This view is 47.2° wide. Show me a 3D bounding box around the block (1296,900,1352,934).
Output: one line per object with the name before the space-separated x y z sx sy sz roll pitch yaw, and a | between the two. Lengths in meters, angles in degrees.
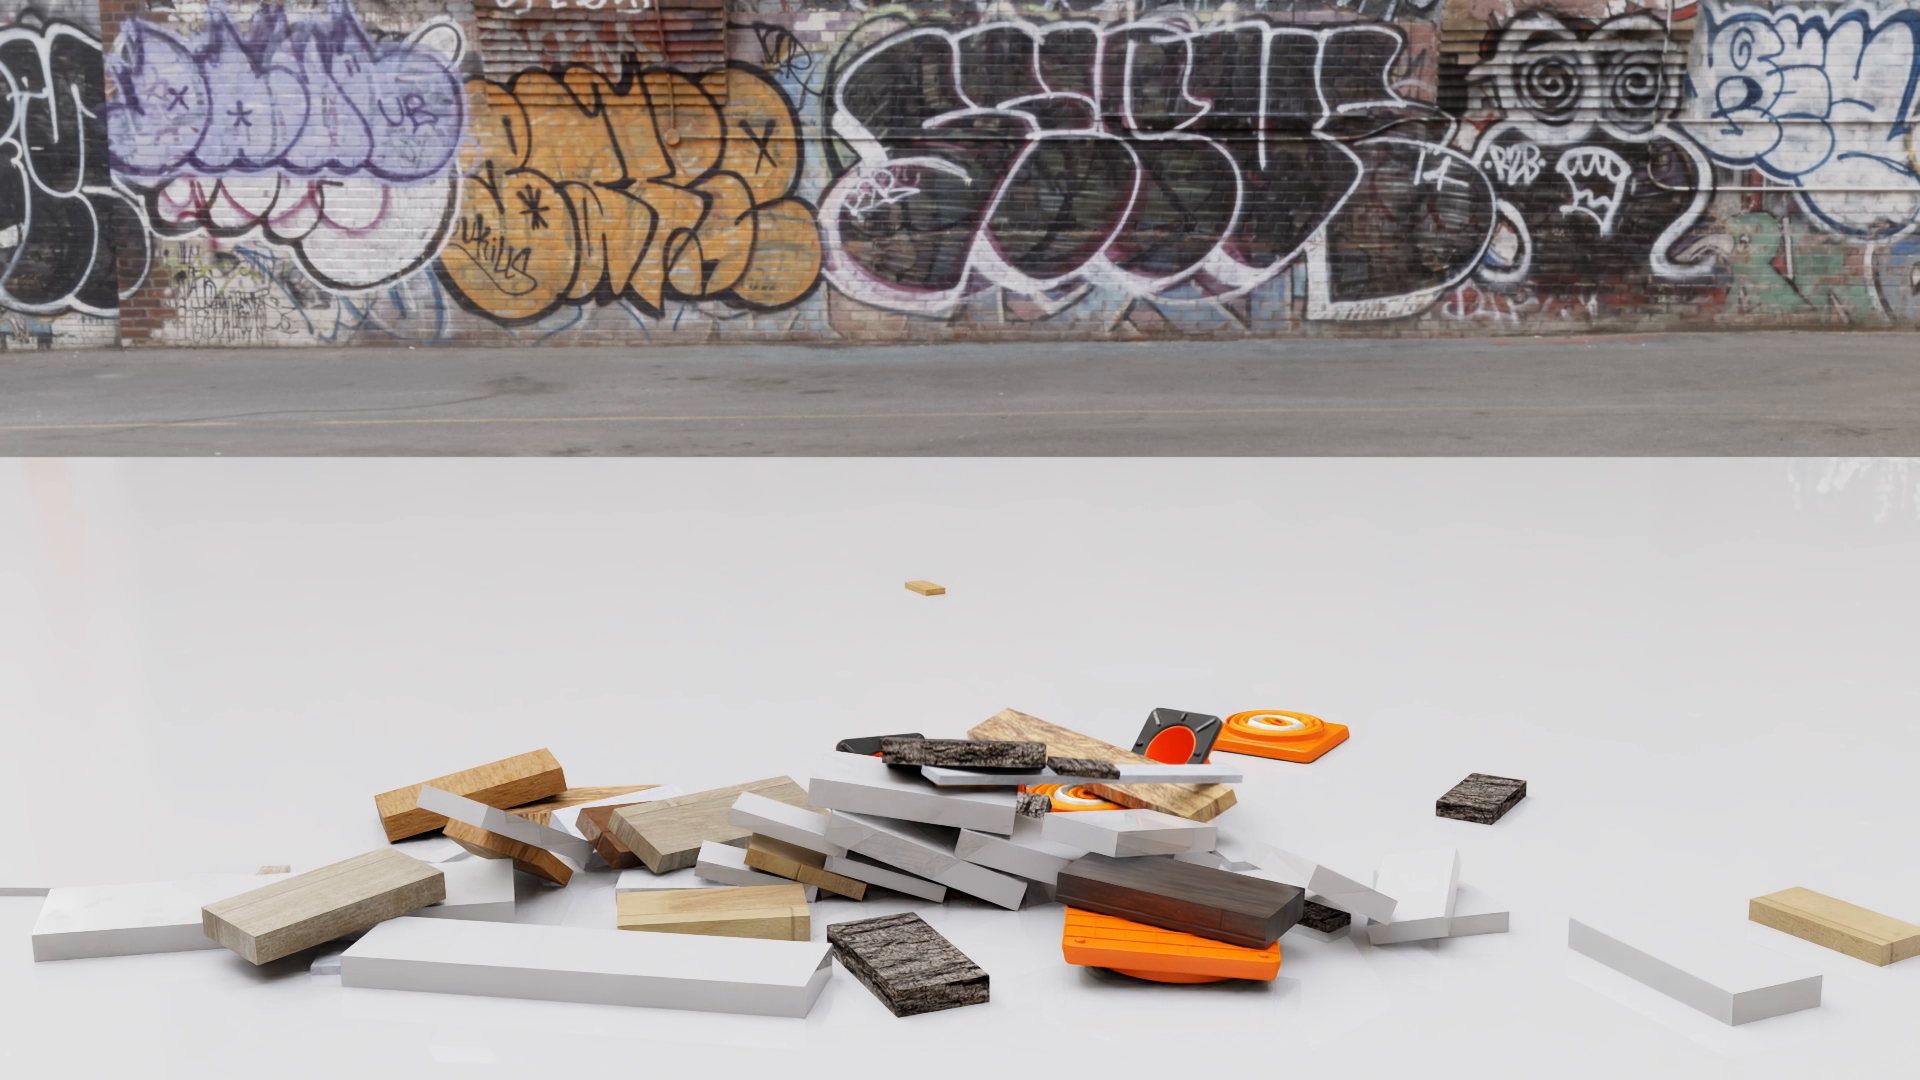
block | 0.563 0.604 3.549 0.061 0.017 0.121 -10 15 -44

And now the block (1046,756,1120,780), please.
block | 0.209 0.386 3.725 0.113 0.016 0.056 7 10 -19

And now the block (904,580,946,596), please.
block | -0.097 0.133 6.084 0.061 0.017 0.121 -6 12 -29

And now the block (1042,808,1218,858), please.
block | 0.279 0.477 3.592 0.145 0.041 0.291 9 2 39

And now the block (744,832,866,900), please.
block | -0.255 0.540 3.664 0.203 0.029 0.102 18 10 -3

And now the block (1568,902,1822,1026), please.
block | 1.099 0.632 3.308 0.172 0.049 0.344 -5 12 -25

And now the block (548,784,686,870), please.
block | -0.583 0.506 3.895 0.255 0.036 0.127 -9 36 -39

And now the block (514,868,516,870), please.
block | -0.760 0.544 3.784 0.093 0.046 0.013 6 24 31

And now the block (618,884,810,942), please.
block | -0.394 0.600 3.500 0.299 0.042 0.149 -2 11 -9

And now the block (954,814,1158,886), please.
block | 0.162 0.523 3.657 0.338 0.048 0.169 16 11 -1

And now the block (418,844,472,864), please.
block | -0.897 0.553 3.834 0.046 0.013 0.093 5 12 26

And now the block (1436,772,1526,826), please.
block | 0.983 0.486 4.144 0.106 0.030 0.212 6 12 30

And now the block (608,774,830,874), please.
block | -0.412 0.493 3.848 0.134 0.038 0.422 36 25 32

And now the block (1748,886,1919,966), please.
block | 1.388 0.608 3.476 0.121 0.034 0.242 -7 12 -31

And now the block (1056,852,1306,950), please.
block | 0.341 0.550 3.409 0.344 0.049 0.172 9 11 27

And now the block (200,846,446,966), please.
block | -0.985 0.564 3.417 0.163 0.046 0.326 12 19 43

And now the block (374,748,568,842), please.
block | -0.899 0.465 4.037 0.326 0.046 0.163 -15 13 -18

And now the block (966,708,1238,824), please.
block | 0.249 0.422 4.131 0.106 0.030 0.727 -28 21 -25

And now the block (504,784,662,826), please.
block | -0.696 0.498 4.051 0.299 0.042 0.149 -2 11 -9

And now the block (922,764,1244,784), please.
block | 0.219 0.400 3.752 0.638 0.016 0.056 4 12 -33

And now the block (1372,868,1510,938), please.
block | 0.782 0.587 3.590 0.121 0.034 0.242 -3 11 -14

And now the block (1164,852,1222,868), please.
block | 0.345 0.525 3.819 0.106 0.030 0.212 24 -5 -35

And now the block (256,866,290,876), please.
block | -1.154 0.566 3.680 0.046 0.013 0.093 -1 11 -5

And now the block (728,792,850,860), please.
block | -0.277 0.474 3.661 0.203 0.029 0.102 16 10 3

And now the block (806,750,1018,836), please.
block | -0.074 0.418 3.659 0.338 0.048 0.169 8 11 2

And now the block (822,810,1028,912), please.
block | -0.054 0.509 3.659 0.338 0.048 0.169 21 11 -2

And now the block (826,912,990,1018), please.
block | -0.082 0.636 3.310 0.145 0.041 0.291 -5 11 -23

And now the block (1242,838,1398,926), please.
block | 0.571 0.542 3.510 0.145 0.041 0.291 26 -5 -11

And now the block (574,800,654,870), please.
block | -0.524 0.505 3.808 0.255 0.036 0.127 0 30 -45

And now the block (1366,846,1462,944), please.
block | 0.729 0.567 3.520 0.121 0.034 0.242 -11 15 21

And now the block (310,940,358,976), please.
block | -0.955 0.639 3.364 0.052 0.015 0.104 -1 11 -4

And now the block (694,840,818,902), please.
block | -0.336 0.552 3.669 0.203 0.029 0.102 13 10 -3

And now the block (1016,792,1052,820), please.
block | 0.015 0.500 3.838 0.268 0.038 0.134 3 51 16

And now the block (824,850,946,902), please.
block | -0.121 0.548 3.668 0.203 0.029 0.102 16 10 0

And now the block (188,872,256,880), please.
block | -1.231 0.570 3.656 0.104 0.015 0.052 0 11 3

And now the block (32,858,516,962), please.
block | -1.080 0.587 3.510 0.722 0.046 0.163 -2 17 -12

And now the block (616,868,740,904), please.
block | -0.465 0.576 3.664 0.203 0.029 0.102 0 11 -1

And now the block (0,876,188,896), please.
block | -1.352 0.581 3.675 1.105 0.015 0.052 0 11 2

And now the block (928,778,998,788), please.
block | 0.003 0.396 3.659 0.107 0.015 0.054 3 11 -21

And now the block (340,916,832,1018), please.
block | -0.556 0.636 3.290 0.709 0.049 0.172 2 11 10

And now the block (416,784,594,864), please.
block | -0.742 0.470 3.619 0.127 0.036 0.361 14 -12 23

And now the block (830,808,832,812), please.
block | -0.067 0.464 3.772 0.299 0.149 0.042 -11 5 4

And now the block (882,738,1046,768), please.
block | 0.007 0.354 3.665 0.268 0.038 0.134 2 -3 0

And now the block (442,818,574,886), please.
block | -0.762 0.526 3.709 0.203 0.029 0.102 13 -23 25

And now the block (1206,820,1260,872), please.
block | 0.403 0.505 4.080 0.061 0.017 0.630 -3 11 -17
